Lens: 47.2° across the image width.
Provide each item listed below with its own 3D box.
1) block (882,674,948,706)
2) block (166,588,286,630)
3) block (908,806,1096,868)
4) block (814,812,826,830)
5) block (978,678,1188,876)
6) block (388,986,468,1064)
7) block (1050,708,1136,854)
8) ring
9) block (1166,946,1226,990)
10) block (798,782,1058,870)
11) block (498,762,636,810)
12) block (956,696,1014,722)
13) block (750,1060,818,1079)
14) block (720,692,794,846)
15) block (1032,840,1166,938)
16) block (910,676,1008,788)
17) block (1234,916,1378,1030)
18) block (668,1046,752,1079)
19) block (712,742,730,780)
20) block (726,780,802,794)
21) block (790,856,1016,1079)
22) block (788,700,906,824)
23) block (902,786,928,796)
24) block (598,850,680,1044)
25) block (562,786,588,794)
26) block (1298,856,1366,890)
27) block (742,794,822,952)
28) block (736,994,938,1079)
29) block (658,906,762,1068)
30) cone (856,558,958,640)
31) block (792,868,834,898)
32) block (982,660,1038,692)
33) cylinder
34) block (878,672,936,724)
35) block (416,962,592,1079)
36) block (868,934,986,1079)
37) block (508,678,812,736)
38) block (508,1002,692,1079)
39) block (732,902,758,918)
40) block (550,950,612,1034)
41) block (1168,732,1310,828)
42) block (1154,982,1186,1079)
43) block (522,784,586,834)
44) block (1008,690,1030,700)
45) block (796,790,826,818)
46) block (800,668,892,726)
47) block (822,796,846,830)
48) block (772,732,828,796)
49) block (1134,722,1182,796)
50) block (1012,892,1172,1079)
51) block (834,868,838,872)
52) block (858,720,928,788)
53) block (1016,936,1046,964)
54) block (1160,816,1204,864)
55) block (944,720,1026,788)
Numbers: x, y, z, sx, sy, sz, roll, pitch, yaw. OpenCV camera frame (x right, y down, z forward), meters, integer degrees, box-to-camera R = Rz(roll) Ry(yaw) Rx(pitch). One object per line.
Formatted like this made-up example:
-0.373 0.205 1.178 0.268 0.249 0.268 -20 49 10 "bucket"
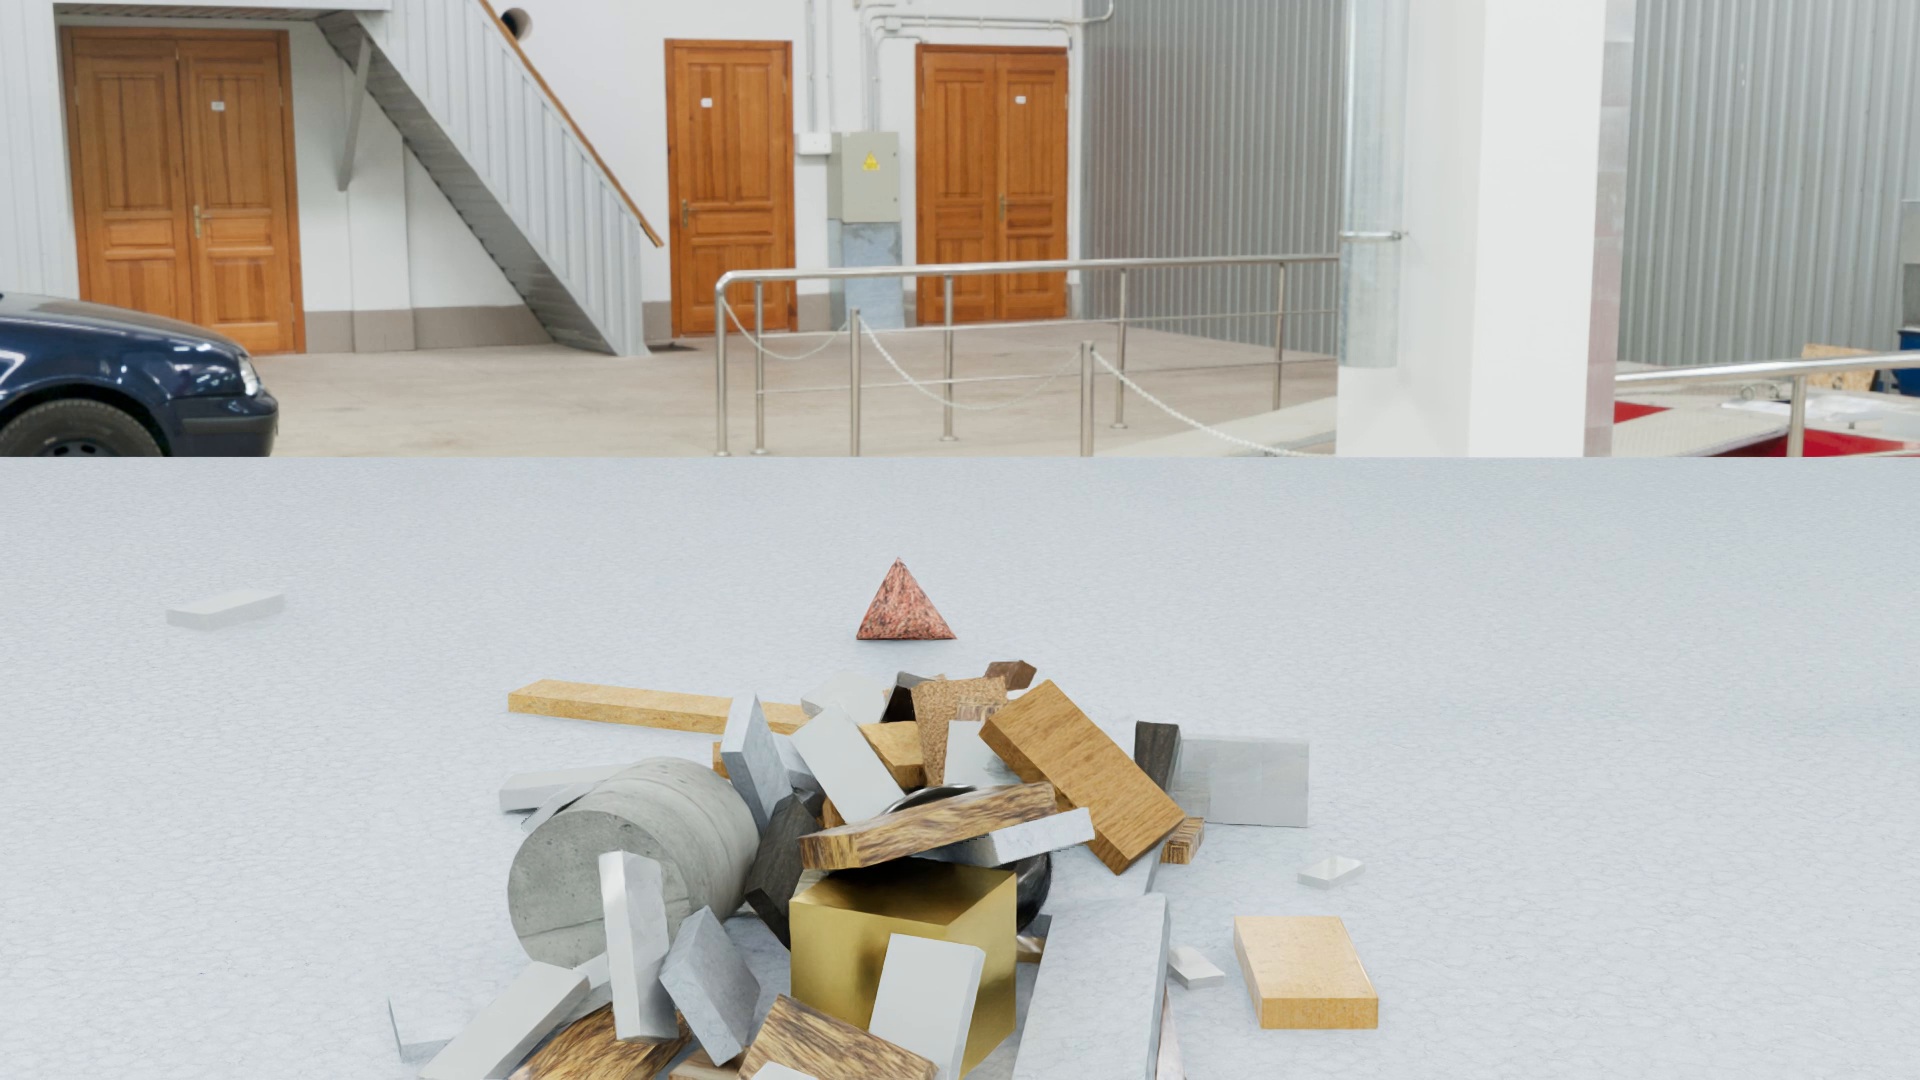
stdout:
-0.052 0.365 4.405 0.133 0.038 0.266 -15 30 -13 "block"
-1.924 0.180 5.766 0.143 0.040 0.285 5 11 23 "block"
0.040 0.456 3.244 0.165 0.047 0.330 -10 -9 -32 "block"
-0.270 0.514 3.848 0.125 0.035 0.249 -11 0 29 "block"
0.201 0.386 3.610 0.327 0.046 0.163 44 44 17 "block"
-0.748 0.682 3.102 0.095 0.027 0.190 -4 11 -19 "block"
0.217 0.437 3.822 0.162 0.046 0.325 3 49 6 "block"
-0.011 0.520 3.481 0.315 0.105 0.315 -2 44 2 "ring"
0.346 0.646 3.319 0.061 0.017 0.122 -4 11 -19 "block"
-0.044 0.404 3.116 0.330 0.047 0.165 -11 -3 -33 "block"
-0.716 0.462 4.148 0.276 0.039 0.138 -6 6 2 "block"
0.067 0.430 3.719 0.162 0.325 0.046 2 -24 6 "block"
-0.230 0.738 2.569 0.173 0.049 0.347 16 20 19 "block"
-0.314 0.397 3.516 0.035 0.317 0.125 -4 42 12 "block"
0.231 0.541 3.576 0.163 0.046 0.327 3 26 13 "block"
0.024 0.403 3.808 0.162 0.325 0.046 -2 -18 -28 "block"
0.509 0.640 3.273 0.165 0.047 0.330 0 11 0 "block"
-0.252 0.715 2.904 0.235 0.033 0.117 4 11 21 "block"
-0.349 0.437 4.382 0.285 0.040 0.143 -1 11 -6 "block"
-0.394 0.458 3.968 0.138 0.039 0.276 -9 0 25 "block"
-0.075 0.589 3.036 0.233 0.233 0.233 5 12 24 "block"
-0.177 0.415 3.777 0.108 0.031 0.378 -38 38 -3 "block"
-0.006 0.403 3.969 0.156 0.044 0.312 24 25 33 "block"
-0.430 0.546 2.944 0.034 0.243 0.121 -14 -18 14 "block"
-0.585 0.509 3.789 0.294 0.114 0.032 7 -14 34 "block"
0.633 0.567 3.747 0.061 0.017 0.122 9 14 39 "block"
-0.262 0.516 3.429 0.034 0.122 0.243 -28 21 22 "block"
-0.156 0.675 2.791 0.235 0.117 0.033 17 -22 28 "block"
-0.340 0.608 3.021 0.040 0.143 0.285 -32 5 2 "block"
-0.106 0.195 5.513 0.228 0.228 0.228 28 13 2 "cone"
-0.201 0.565 3.164 0.030 0.210 0.105 2 33 13 "block"
0.082 0.321 4.588 0.038 0.133 0.266 29 -10 -10 "block"
-0.488 0.506 3.332 0.289 0.289 0.289 3 11 15 "cylinder"
-0.083 0.318 4.038 0.108 0.031 0.216 15 -34 -5 "block"
-0.614 0.665 2.975 0.095 0.027 0.251 7 31 30 "block"
-0.055 0.635 2.816 0.121 0.243 0.034 5 -21 24 "block"
-0.461 0.380 4.689 1.080 0.040 0.143 4 11 21 "block"
-0.483 0.701 2.962 0.143 0.040 0.285 3 11 16 "block"
-0.237 0.574 3.594 0.395 0.065 0.018 -2 -34 -11 "block"
-0.561 0.648 3.083 0.210 0.030 0.105 -25 15 -27 "block"
0.482 0.440 4.047 0.317 0.156 0.044 2 9 10 "block"
0.236 0.731 2.818 0.117 0.033 0.985 0 11 1 "block"
-0.605 0.401 3.283 0.065 0.018 0.130 -43 -3 6 "block"
0.142 0.341 4.346 0.080 0.023 0.159 -2 23 -33 "block"
-0.324 0.486 3.933 0.138 0.039 0.276 -10 0 9 "block"
-0.130 0.369 4.495 0.426 0.038 0.133 19 39 39 "block"
-0.167 0.513 3.740 0.108 0.031 0.216 16 21 -17 "block"
-0.236 0.415 3.950 0.228 0.032 0.114 19 22 -31 "block"
0.292 0.446 3.875 0.145 0.041 0.290 3 48 17 "block"
0.145 0.712 2.721 0.173 0.049 1.365 -8 10 9 "block"
-0.160 0.559 3.256 0.030 0.210 0.105 -13 12 -6 "block"
-0.013 0.374 3.914 0.312 0.044 0.156 -1 23 -27 "block"
0.133 0.633 3.387 0.122 0.017 0.061 2 11 12 "block"
0.279 0.523 3.918 0.290 0.041 0.145 3 11 17 "block"
0.051 0.457 3.632 0.163 0.327 0.046 2 -32 6 "block"
